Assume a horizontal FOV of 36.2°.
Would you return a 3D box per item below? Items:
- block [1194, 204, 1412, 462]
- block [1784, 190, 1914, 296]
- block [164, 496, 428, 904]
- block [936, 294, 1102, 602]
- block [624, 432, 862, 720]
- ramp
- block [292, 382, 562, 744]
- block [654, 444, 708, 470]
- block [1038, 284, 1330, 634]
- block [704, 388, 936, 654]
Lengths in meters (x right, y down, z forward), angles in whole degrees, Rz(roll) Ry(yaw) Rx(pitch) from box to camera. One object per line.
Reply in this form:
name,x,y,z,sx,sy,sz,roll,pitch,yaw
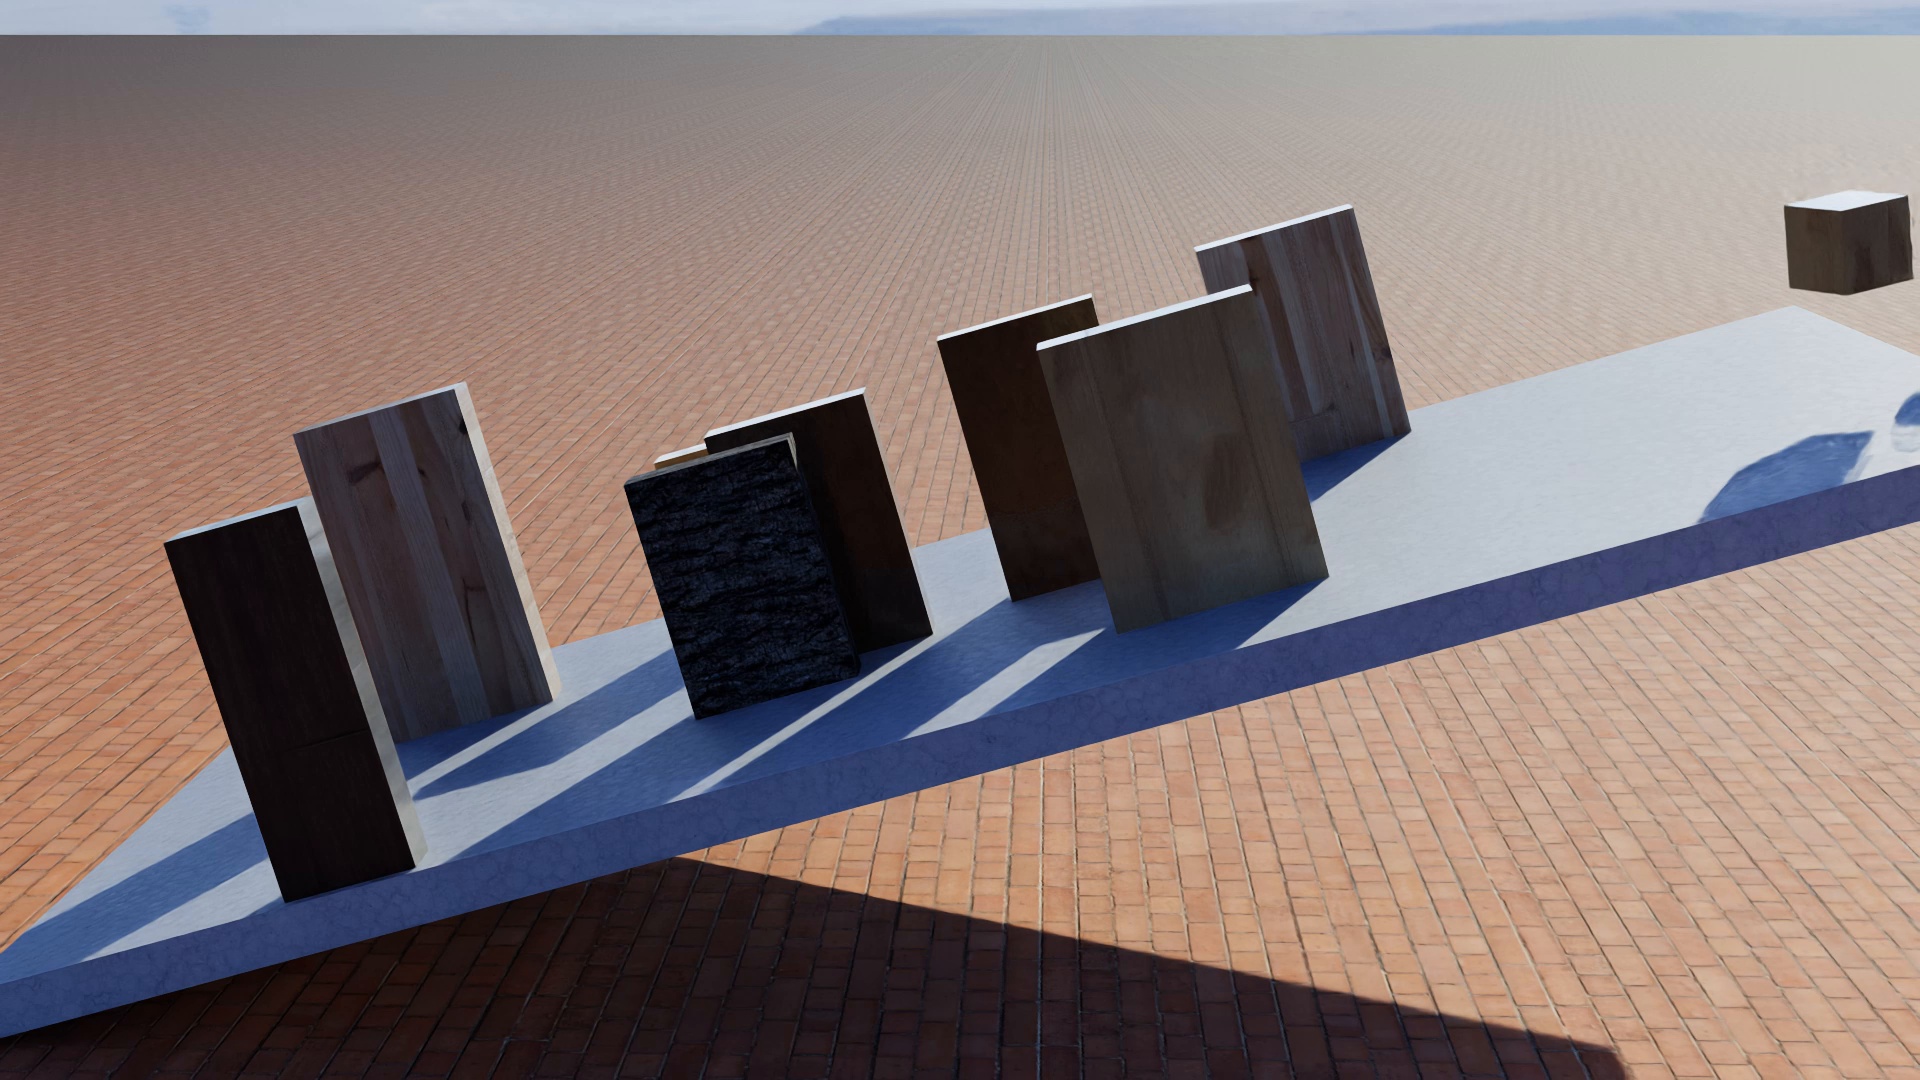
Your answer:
block,0.810,-0.475,6.960,0.378,0.547,0.120,-15,10,5
block,1.797,-0.602,5.949,0.171,0.171,0.171,-14,15,-22
block,-1.227,0.296,5.455,0.258,0.707,0.114,-15,10,5
block,0.195,-0.196,6.275,0.338,0.584,0.087,-15,10,5
block,-0.443,0.074,6.023,0.347,0.507,0.104,-15,10,5
ramp,0.087,0.188,6.323,4.000,0.100,2.000,-15,10,5
block,-1.209,0.053,6.705,0.382,0.743,0.130,-15,10,5
block,-0.505,-0.028,6.951,0.312,0.428,0.113,-15,10,5
block,0.431,-0.156,5.688,0.424,0.574,0.118,-15,10,5
block,-0.294,-0.017,6.222,0.347,0.531,0.104,-15,10,5
